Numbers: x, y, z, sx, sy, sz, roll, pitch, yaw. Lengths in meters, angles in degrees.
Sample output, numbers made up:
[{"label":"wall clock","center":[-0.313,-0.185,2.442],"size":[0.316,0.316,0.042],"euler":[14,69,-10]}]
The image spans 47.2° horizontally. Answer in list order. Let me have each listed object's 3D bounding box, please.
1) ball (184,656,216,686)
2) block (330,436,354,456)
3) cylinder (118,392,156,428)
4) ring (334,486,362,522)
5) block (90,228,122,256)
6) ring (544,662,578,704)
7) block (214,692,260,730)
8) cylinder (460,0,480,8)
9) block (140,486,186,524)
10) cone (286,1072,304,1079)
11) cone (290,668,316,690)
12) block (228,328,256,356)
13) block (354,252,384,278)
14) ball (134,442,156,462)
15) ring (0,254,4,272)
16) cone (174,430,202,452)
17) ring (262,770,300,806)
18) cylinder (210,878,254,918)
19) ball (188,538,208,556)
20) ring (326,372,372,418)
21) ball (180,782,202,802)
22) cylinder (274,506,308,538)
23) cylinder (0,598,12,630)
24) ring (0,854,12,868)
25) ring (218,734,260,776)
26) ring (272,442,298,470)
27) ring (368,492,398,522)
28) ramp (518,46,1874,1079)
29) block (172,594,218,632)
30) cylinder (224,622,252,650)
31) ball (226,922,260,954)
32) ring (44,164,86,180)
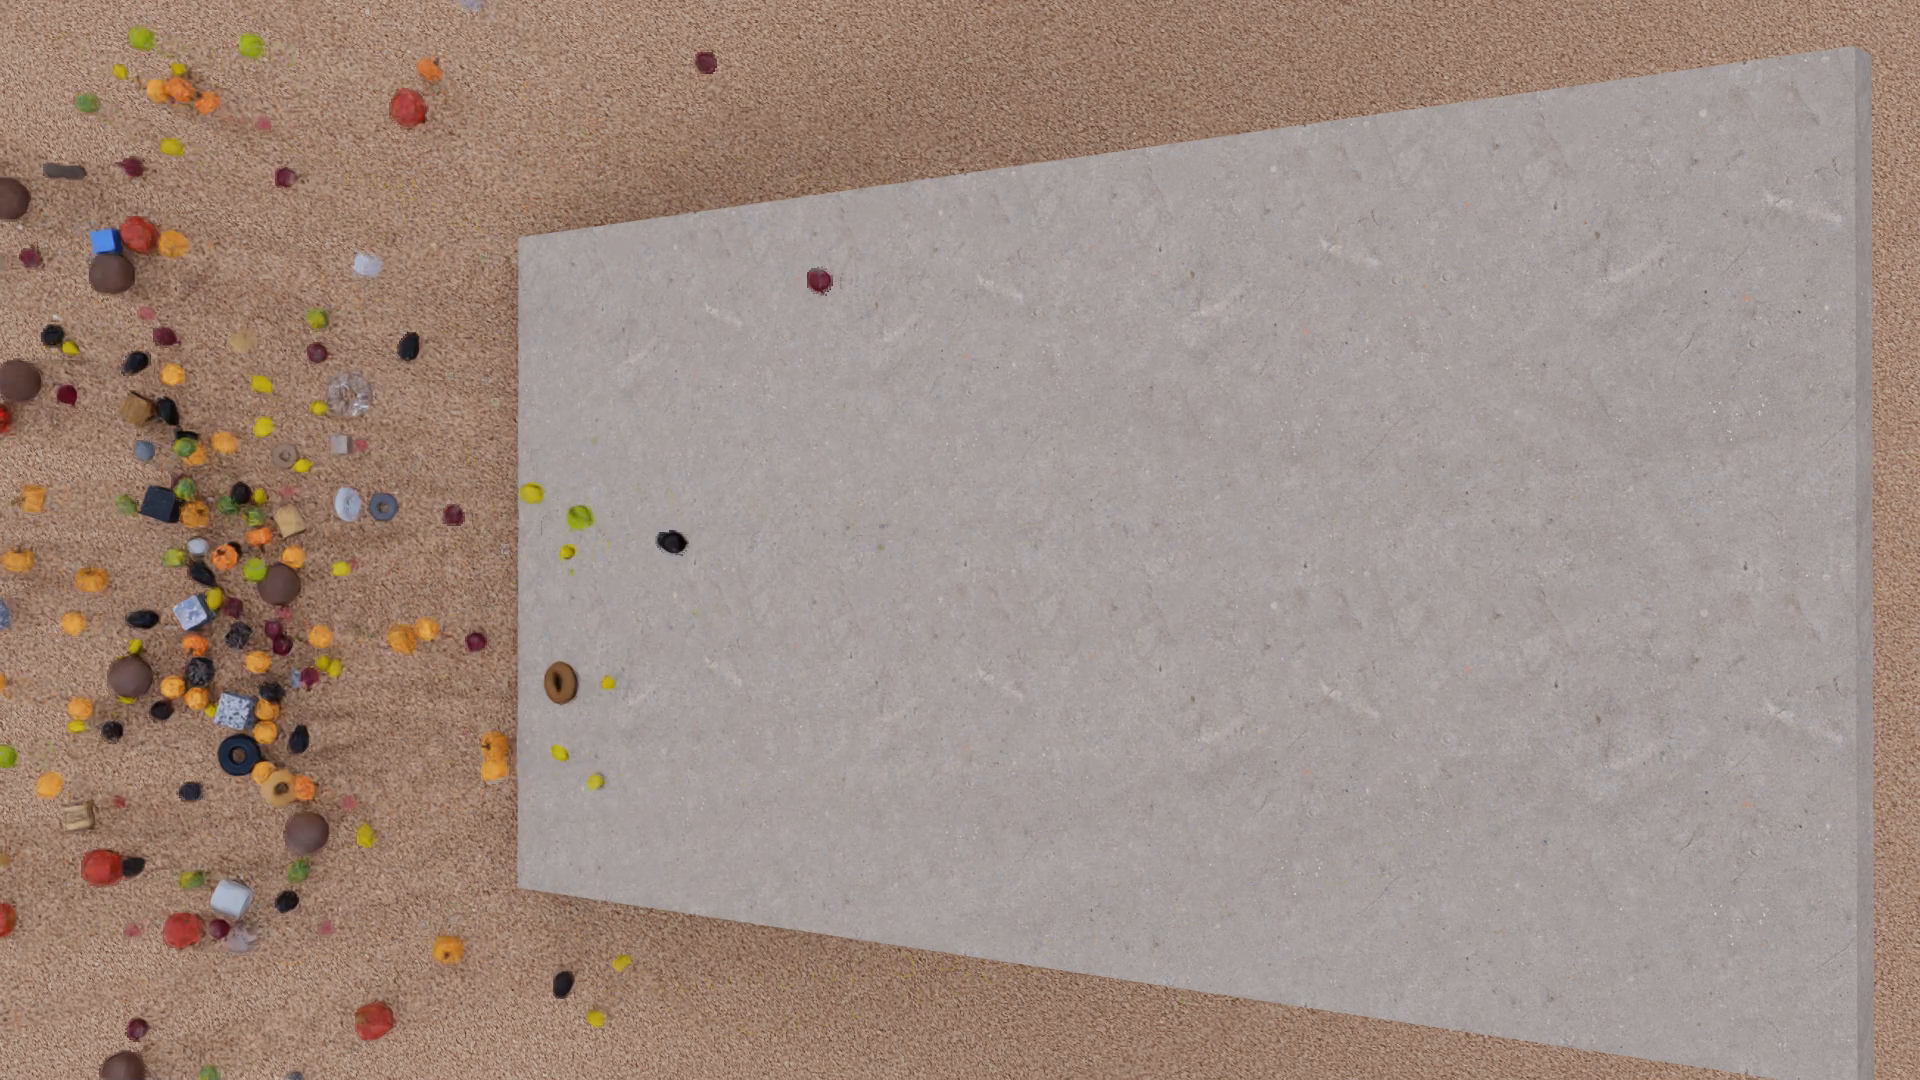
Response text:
[{"label":"ball","center":[-2.348,0.406,6.795],"size":[0.090,0.090,0.090],"euler":[0,90,0]},{"label":"block","center":[-1.908,-0.290,6.785],"size":[0.054,0.054,0.054],"euler":[-5,87,6]},{"label":"cylinder","center":[-2.545,-0.402,6.803],"size":[0.084,0.084,0.084],"euler":[28,89,0]},{"label":"ring","center":[-1.890,-0.110,6.790],"size":[0.037,0.111,0.111],"euler":[9,90,28]},{"label":"block","center":[-2.645,-0.923,6.815],"size":[0.066,0.066,0.066],"euler":[-11,90,0]},{"label":"ring","center":[-1.199,0.431,6.602],"size":[0.128,0.043,0.128],"euler":[1,92,39]},{"label":"block","center":[-2.233,0.527,6.793],"size":[0.093,0.093,0.093],"euler":[16,90,0]},{"label":"cylinder","center":[-1.514,-1.689,6.814],"size":[0.060,0.060,0.060],"euler":[23,68,0]},{"label":"block","center":[-2.463,-0.110,6.798],"size":[0.090,0.090,0.090],"euler":[20,90,0]},{"label":"cone","center":[-2.066,1.681,6.803],"size":[0.059,0.059,0.059],"euler":[0,90,0]},{"label":"cone","center":[-2.033,0.431,6.824],"size":[0.072,0.072,0.072],"euler":[3,90,-27]},{"label":"block","center":[-2.222,-0.613,6.805],"size":[0.052,0.052,0.052],"euler":[-18,120,13]},{"label":"block","center":[-1.824,-0.847,6.776],"size":[0.057,0.057,0.057],"euler":[35,104,43]},{"label":"ball","center":[-2.526,-0.275,6.814],"size":[0.062,0.062,0.062],"euler":[0,90,0]},{"label":"ring","center":[-2.993,-0.867,6.740],"size":[0.134,0.134,0.045],"euler":[22,59,0]},{"label":"cone","center":[-2.388,-0.318,6.828],"size":[0.076,0.076,0.076],"euler":[-22,90,-27]},{"label":"ring","center":[-2.096,0.765,6.795],"size":[0.117,0.039,0.117],"euler":[-12,115,-27]},{"label":"cylinder","center":[-2.245,1.107,6.788],"size":[0.097,0.097,0.097],"euler":[22,90,0]},{"label":"ball","center":[-2.360,0.021,6.813],"size":[0.060,0.060,0.060],"euler":[0,90,0]},{"label":"ring","center":[-1.894,-0.450,6.822],"size":[0.143,0.048,0.143],"euler":[0,91,1]},{"label":"ball","center":[-2.380,0.779,6.808],"size":[0.060,0.060,0.060],"euler":[0,90,0]},{"label":"cylinder","center":[-2.071,-0.055,6.803],"size":[0.079,0.079,0.079],"euler":[-24,90,0]},{"label":"cylinder","center":[-2.989,0.236,6.772],"size":[0.097,0.097,0.097],"euler":[-20,90,-36]},{"label":"ring","center":[-2.973,1.002,6.789],"size":[0.094,0.094,0.031],"euler":[-35,92,0]},{"label":"ring","center":[-2.235,0.666,6.817],"size":[0.131,0.044,0.131],"euler":[0,91,-1]},{"label":"ring","center":[-2.095,-0.261,6.831],"size":[0.083,0.028,0.083],"euler":[0,90,-1]},{"label":"ring","center":[-1.790,-0.102,6.829],"size":[0.091,0.030,0.091],"euler":[0,91,0]},{"label":"ramp","center":[0.209,0.061,5.524],"size":[4.000,0.100,2.000],"euler":[0,90,40]},{"label":"block","center":[-2.367,0.224,6.800],"size":[0.082,0.082,0.082],"euler":[-30,90,0]},{"label":"cylinder","center":[-2.229,0.295,6.791],"size":[0.062,0.062,0.062],"euler":[20,52,0]},{"label":"ball","center":[-2.215,1.227,6.786],"size":[0.098,0.098,0.098],"euler":[0,90,0]},{"label":"ring","center":[-2.760,-1.136,6.785],"size":[0.121,0.121,0.040],"euler":[5,97,0]}]
